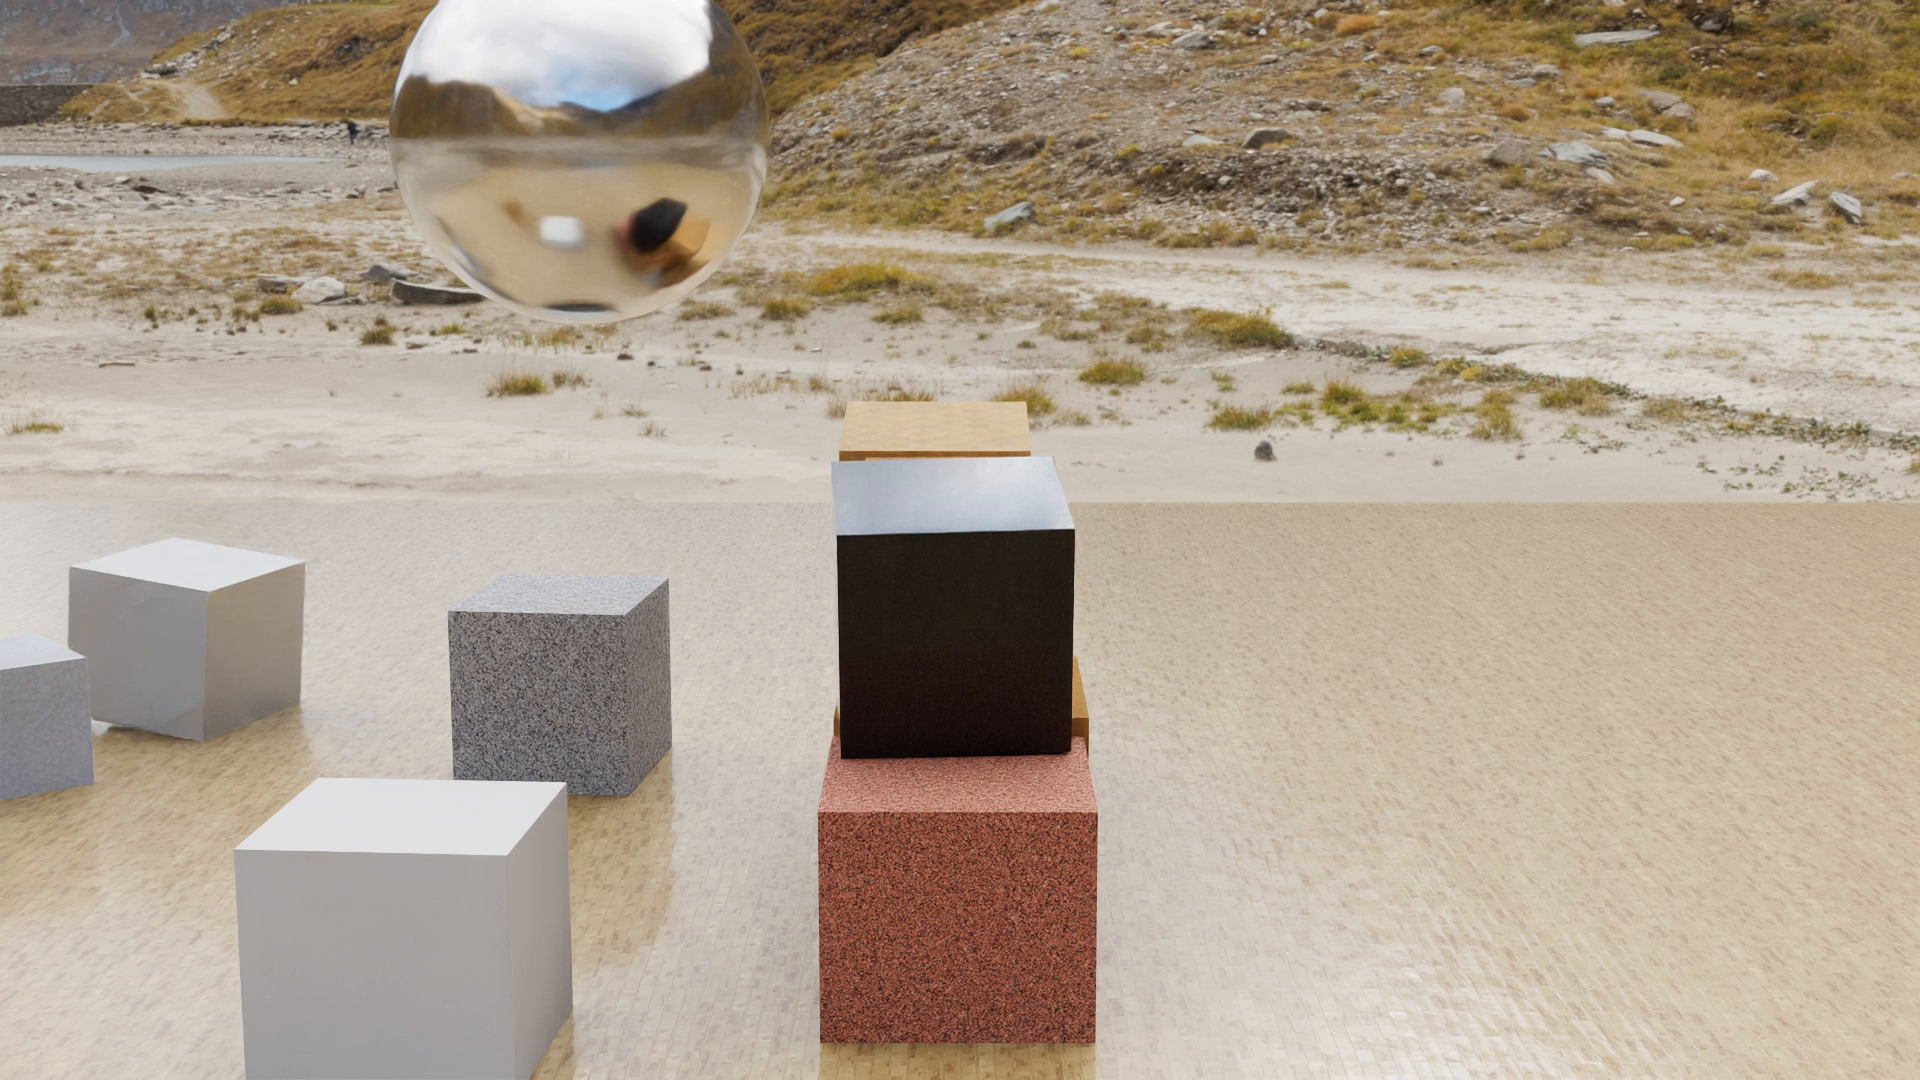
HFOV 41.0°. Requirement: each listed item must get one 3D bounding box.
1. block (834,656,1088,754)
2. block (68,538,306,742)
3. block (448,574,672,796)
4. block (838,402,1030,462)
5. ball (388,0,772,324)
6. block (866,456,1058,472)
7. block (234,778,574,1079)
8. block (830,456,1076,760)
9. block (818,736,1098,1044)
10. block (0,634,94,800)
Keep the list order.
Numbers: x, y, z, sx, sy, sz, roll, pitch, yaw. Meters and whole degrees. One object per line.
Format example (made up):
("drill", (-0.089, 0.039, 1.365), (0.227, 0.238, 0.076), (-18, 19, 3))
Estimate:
("block", (0.005, 1.085, 10.940), (1.027, 0.952, 1.096), (0, 10, 0))
("block", (-4.247, 0.531, 14.116), (0.865, 0.826, 0.926), (9, 13, 17))
("block", (-2.016, 0.719, 13.064), (0.887, 0.910, 0.953), (1, 10, 6))
("block", (-0.112, -0.075, 12.032), (0.857, 0.954, 0.909), (0, 17, 0))
("ball", (-1.602, -1.715, 10.869), (1.600, 1.600, 1.600), (0, 10, 0))
("block", (-0.001, 0.126, 11.140), (0.838, 0.862, 0.819), (0, 10, 0))
("block", (-1.981, 1.420, 9.280), (0.951, 0.886, 0.913), (1, 10, 4))
("block", (-0.045, 0.255, 10.207), (0.901, 0.935, 0.823), (-2, 22, -4))
("block", (-0.008, 1.317, 9.866), (1.011, 0.878, 1.080), (0, 10, 0))
("block", (-4.816, 0.891, 12.850), (0.675, 0.649, 0.699), (-8, 13, -38))
